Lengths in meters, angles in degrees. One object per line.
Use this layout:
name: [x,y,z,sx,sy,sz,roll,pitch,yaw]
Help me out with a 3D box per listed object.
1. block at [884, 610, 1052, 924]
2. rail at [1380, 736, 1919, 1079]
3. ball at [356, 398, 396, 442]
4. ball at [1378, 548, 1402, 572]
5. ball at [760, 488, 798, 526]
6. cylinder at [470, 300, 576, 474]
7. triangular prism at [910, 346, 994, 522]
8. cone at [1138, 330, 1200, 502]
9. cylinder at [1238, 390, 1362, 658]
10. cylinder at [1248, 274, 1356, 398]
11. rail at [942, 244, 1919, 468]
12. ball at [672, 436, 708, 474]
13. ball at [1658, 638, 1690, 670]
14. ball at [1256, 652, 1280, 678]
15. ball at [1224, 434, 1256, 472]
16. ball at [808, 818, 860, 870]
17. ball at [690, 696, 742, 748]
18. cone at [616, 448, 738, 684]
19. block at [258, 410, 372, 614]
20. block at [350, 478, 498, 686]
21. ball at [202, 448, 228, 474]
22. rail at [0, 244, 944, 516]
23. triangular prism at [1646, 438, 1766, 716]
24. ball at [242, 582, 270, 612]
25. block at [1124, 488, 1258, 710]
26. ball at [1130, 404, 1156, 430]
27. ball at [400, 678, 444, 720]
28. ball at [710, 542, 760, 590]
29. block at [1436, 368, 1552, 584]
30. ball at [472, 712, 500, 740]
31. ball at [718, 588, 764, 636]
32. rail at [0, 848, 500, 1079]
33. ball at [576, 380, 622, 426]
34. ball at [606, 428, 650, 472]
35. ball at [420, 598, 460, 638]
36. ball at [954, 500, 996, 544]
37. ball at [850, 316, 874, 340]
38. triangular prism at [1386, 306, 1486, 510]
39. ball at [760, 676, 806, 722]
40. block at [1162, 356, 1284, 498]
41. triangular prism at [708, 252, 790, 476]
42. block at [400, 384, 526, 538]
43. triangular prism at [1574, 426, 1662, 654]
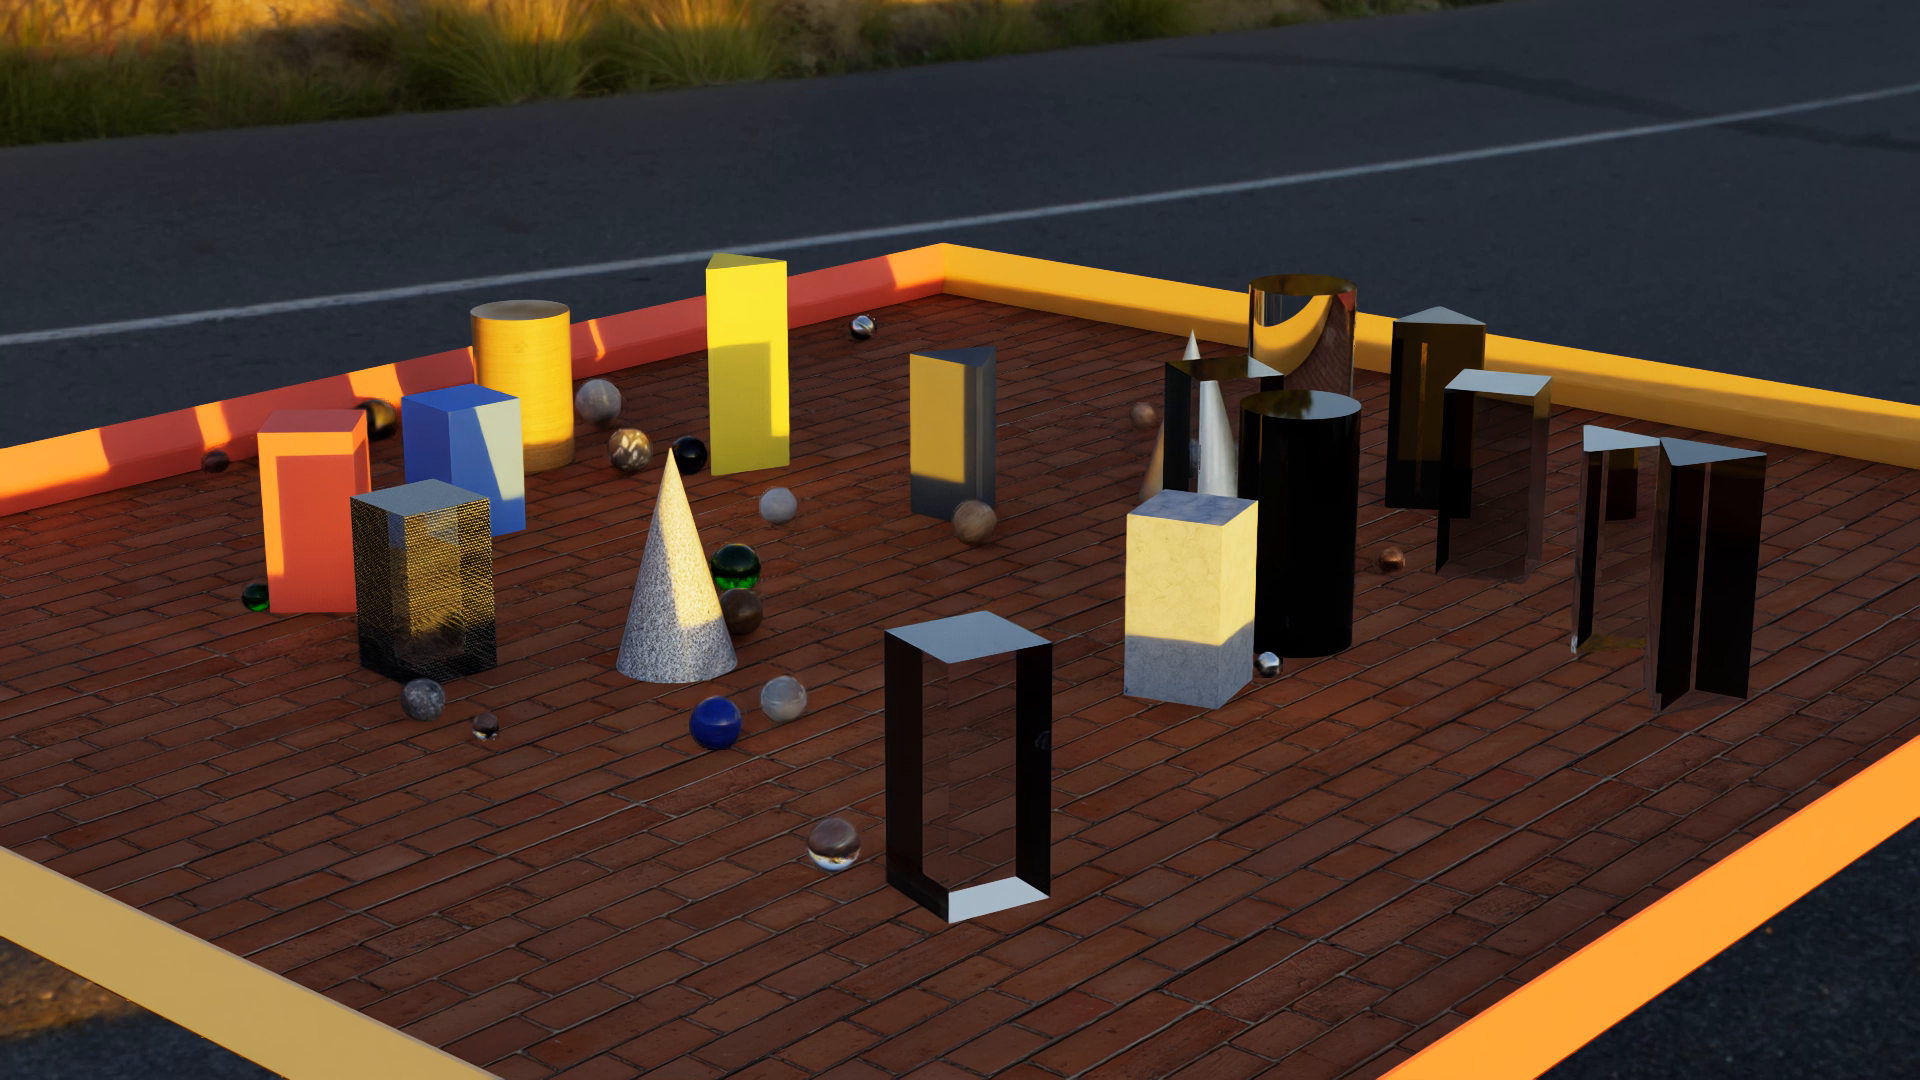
block: [0.010,0.295,3.854,0.158,0.357,0.158,-10,20,-31]
rail: [1.268,0.350,4.066,0.045,0.129,3.786,14,22,39]
ball: [-1.223,-0.251,6.127,0.091,0.091,0.091,0,17,0]
ball: [0.771,0.036,5.257,0.044,0.044,0.044,0,17,0]
ball: [-0.343,-0.064,5.542,0.071,0.071,0.071,0,17,0]
cylinder: [-0.885,-0.312,5.946,0.198,0.314,0.198,0,17,0]
triangular prism: [0.018,-0.205,5.592,0.171,0.312,0.148,13,21,38]
cone: [0.447,-0.245,5.682,0.198,0.337,0.198,0,17,0]
cylinder: [0.556,-0.028,4.846,0.198,0.404,0.198,0,17,0]
cylinder: [0.635,-0.251,5.489,0.198,0.461,0.198,0,17,0]
rail: [1.226,-0.375,6.471,3.405,0.129,0.045,14,22,39]
ball: [-0.545,-0.171,5.887,0.077,0.077,0.077,0,17,0]
ball: [1.156,0.185,4.751,0.051,0.051,0.051,0,17,0]
ball: [0.496,0.200,4.717,0.041,0.041,0.041,0,17,0]
ball: [0.558,-0.176,5.901,0.078,0.078,0.078,0,17,0]
ball: [-0.170,0.411,3.964,0.072,0.072,0.072,0,17,0]
ball: [-0.366,0.274,4.410,0.078,0.078,0.078,0,17,0]
cone: [-0.462,0.025,4.734,0.198,0.368,0.198,0,17,0]
block: [-1.109,-0.051,5.069,0.158,0.319,0.158,-1,17,-2]
block: [-0.864,0.069,4.729,0.158,0.286,0.158,-15,23,-41]
ball: [-1.496,-0.159,5.891,0.051,0.051,0.051,0,17,0]
rail: [-1.268,-0.285,6.174,0.045,0.129,3.786,14,22,39]
triangular prism: [1.131,0.050,4.591,0.171,0.401,0.148,-7,18,-22]
ball: [-1.211,0.098,5.043,0.049,0.049,0.049,0,17,0]
block: [0.365,0.091,4.633,0.158,0.298,0.158,8,18,24]
ball: [0.389,-0.262,6.228,0.055,0.055,0.055,0,17,0]
ball: [-0.829,0.246,4.523,0.066,0.066,0.066,0,17,0]
ball: [-0.393,0.049,5.139,0.088,0.088,0.088,0,17,0]
block: [0.954,-0.115,5.239,0.158,0.344,0.158,7,18,21]
ball: [-0.719,0.282,4.445,0.042,0.042,0.042,0,17,0]
ball: [-0.371,0.121,4.912,0.082,0.082,0.082,0,17,0]
rail: [-1.226,0.439,3.768,3.405,0.129,0.045,14,22,39]
ball: [-0.771,-0.294,6.258,0.098,0.098,0.098,0,17,0]
ball: [-0.666,-0.181,5.900,0.089,0.089,0.089,0,17,0]
ball: [-0.870,0.130,4.904,0.068,0.068,0.068,0,17,0]
ball: [0.028,-0.034,5.427,0.080,0.080,0.080,0,17,0]
ball: [-0.234,-0.509,7.040,0.058,0.058,0.058,0,17,0]
triangular prism: [0.918,-0.256,5.669,0.171,0.366,0.148,2,17,8]
ball: [-0.272,0.245,4.517,0.071,0.071,0.071,0,17,0]
block: [0.465,-0.123,5.213,0.158,0.374,0.158,-6,18,-18]
triangular prism: [-0.457,-0.361,5.924,0.171,0.420,0.148,-9,19,-28]
block: [-0.929,-0.143,5.488,0.158,0.254,0.158,-15,22,-41]
triangular prism: [1.069,-0.006,4.876,0.171,0.345,0.148,-5,18,-17]
